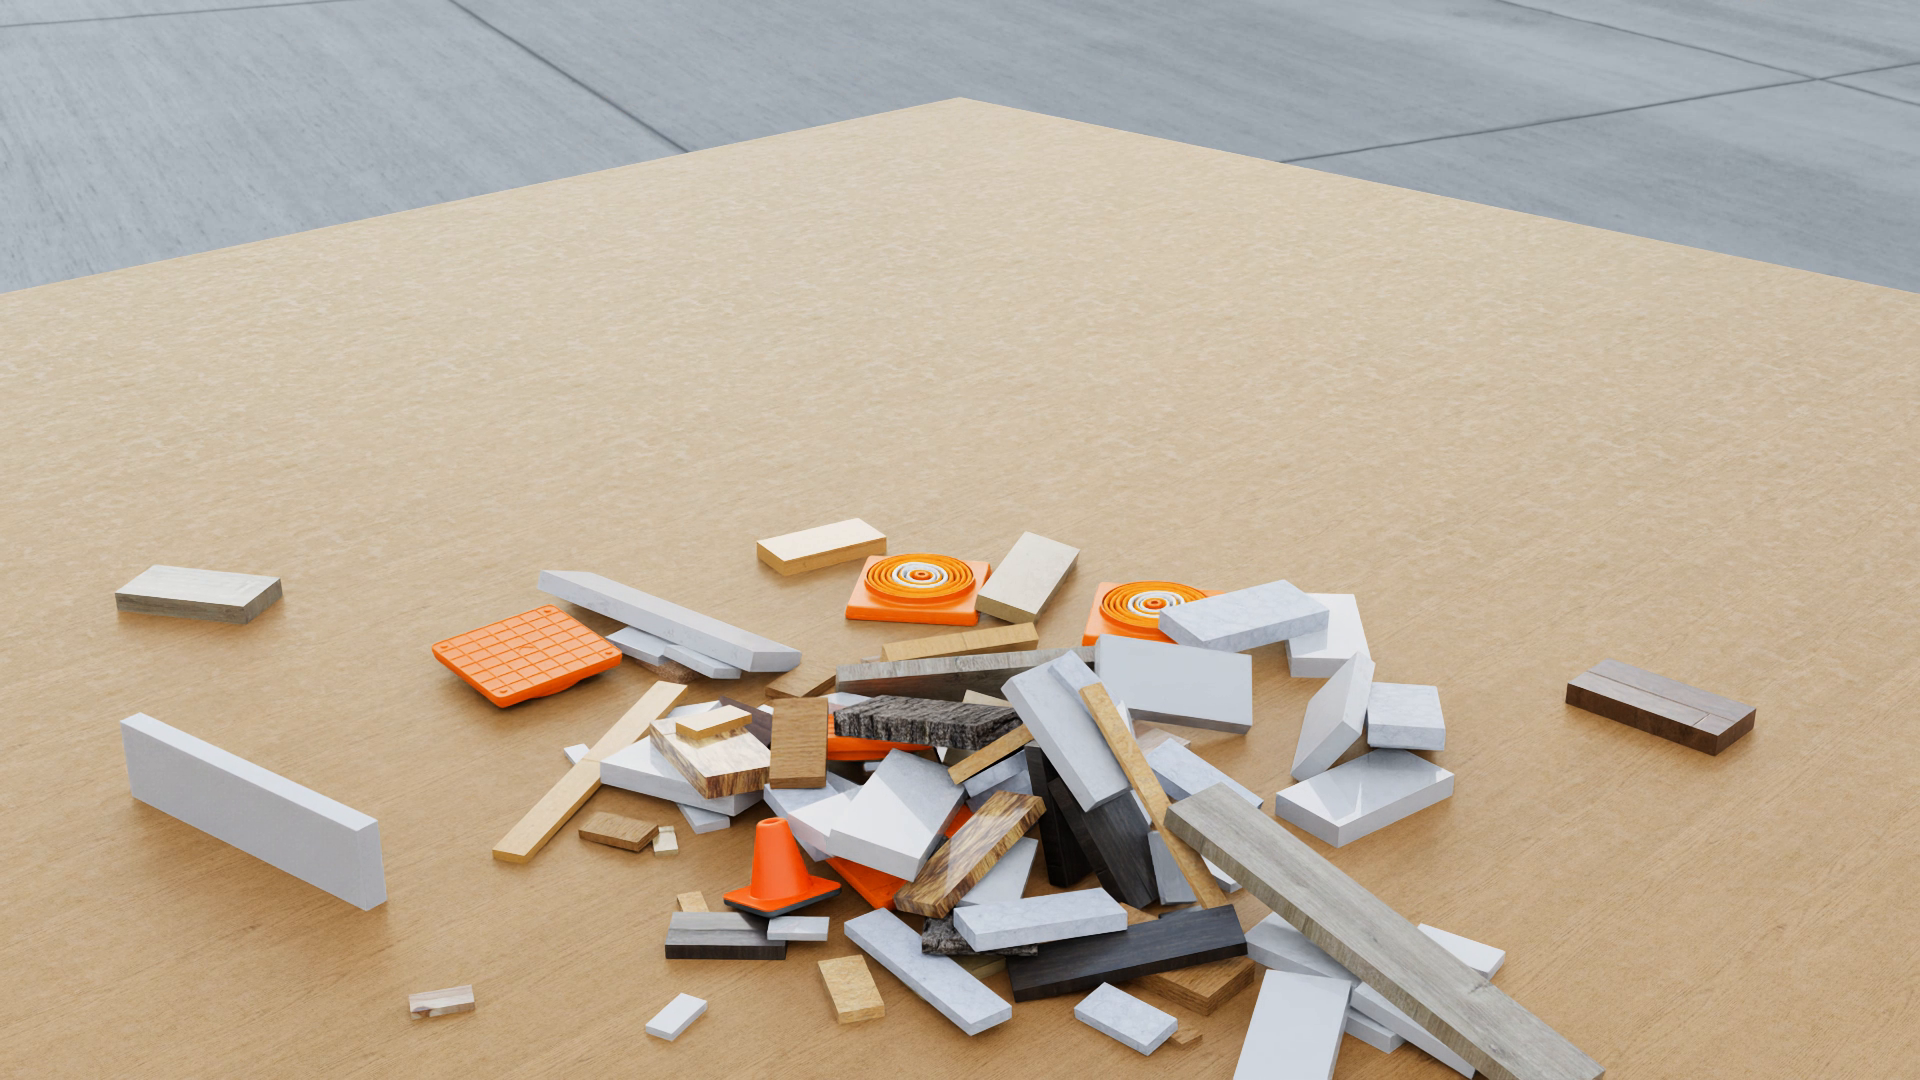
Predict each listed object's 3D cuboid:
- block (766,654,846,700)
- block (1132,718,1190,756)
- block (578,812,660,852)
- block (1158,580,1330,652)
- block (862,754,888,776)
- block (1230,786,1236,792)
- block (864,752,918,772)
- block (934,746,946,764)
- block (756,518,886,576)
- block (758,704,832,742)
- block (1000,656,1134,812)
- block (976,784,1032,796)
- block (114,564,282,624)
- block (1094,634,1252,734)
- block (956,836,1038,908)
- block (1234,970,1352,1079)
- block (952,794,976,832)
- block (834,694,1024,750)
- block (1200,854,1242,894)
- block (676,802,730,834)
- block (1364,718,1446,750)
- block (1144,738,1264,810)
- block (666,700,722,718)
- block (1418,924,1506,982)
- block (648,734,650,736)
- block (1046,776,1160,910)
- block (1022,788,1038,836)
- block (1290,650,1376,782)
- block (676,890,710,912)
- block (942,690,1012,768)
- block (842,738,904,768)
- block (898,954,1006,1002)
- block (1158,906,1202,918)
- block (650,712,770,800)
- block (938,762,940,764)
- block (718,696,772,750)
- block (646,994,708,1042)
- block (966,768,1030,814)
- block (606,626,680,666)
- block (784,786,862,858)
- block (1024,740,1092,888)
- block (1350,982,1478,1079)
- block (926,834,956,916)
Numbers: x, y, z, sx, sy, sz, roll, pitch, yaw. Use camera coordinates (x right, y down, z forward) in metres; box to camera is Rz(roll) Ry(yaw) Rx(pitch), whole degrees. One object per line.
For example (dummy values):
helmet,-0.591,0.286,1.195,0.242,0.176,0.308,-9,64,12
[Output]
block,-0.342,0.318,4.975,0.097,0.028,0.194,14,27,30
block,0.293,0.481,4.565,0.170,0.048,0.390,20,30,38
block,-0.676,0.577,4.357,0.144,0.020,0.072,8,27,27
block,0.662,0.184,5.123,0.356,0.050,0.178,-12,28,-26
block,-0.116,0.471,4.472,0.081,0.023,0.161,-20,21,-41
block,0.551,0.569,4.312,0.102,0.029,0.204,-15,43,-32
block,-0.138,0.450,4.461,0.112,0.016,0.056,-6,5,-3
block,-0.017,0.453,4.584,0.056,0.016,0.112,-5,23,-11
block,-0.356,0.017,5.667,0.299,0.042,0.149,-14,27,-29
block,-0.382,0.412,4.754,0.194,0.028,0.097,16,28,33
block,0.214,0.364,4.146,0.143,0.040,0.285,-19,67,-42
block,0.109,0.513,4.420,0.203,0.029,0.101,-28,37,-15
block,-1.863,0.133,5.385,0.346,0.049,0.173,5,24,12
block,0.462,0.312,4.764,0.340,0.048,0.170,9,59,-8
block,0.070,0.622,4.077,0.110,0.031,0.220,11,31,8
block,0.559,0.838,3.684,0.148,0.042,0.295,4,29,18
block,-0.002,0.531,4.407,0.016,0.056,0.112,30,19,-39
block,-0.064,0.365,4.410,0.343,0.049,0.171,3,10,33
block,0.495,0.633,4.243,0.069,0.020,0.139,-18,29,-36
block,-0.522,0.547,4.446,0.070,0.020,0.140,-10,25,-22
block,0.949,0.382,4.736,0.153,0.043,0.305,3,13,5
block,0.485,0.499,4.450,0.235,0.033,0.117,33,36,23
block,-0.585,0.381,4.756,0.140,0.020,0.070,-11,21,39
block,0.891,0.746,3.973,0.163,0.023,0.081,15,27,31
block,-0.656,0.434,4.711,0.140,0.020,0.070,-1,23,-3
block,0.290,0.553,4.146,0.143,0.285,0.040,-23,-9,-42
block,0.144,0.521,4.295,0.101,0.203,0.029,-21,65,-44
block,0.792,0.376,4.661,0.048,0.170,0.340,38,27,-2
block,-0.498,0.689,4.119,0.045,0.013,0.091,-8,24,-17
block,0.045,0.408,4.506,0.121,0.034,0.241,16,35,3
block,-0.160,0.459,4.593,0.161,0.023,0.081,20,30,40
block,-0.014,0.764,3.928,0.175,0.025,0.087,-15,27,-31
block,0.423,0.704,4.084,0.097,0.014,0.049,-8,24,-19
block,-0.501,0.436,4.506,0.167,0.047,0.334,-8,18,-26
block,0.084,0.472,4.603,0.246,0.035,0.123,-15,27,-32
block,-0.466,0.404,4.724,0.194,0.028,0.097,17,54,34
block,-0.490,0.824,3.800,0.054,0.015,0.108,12,26,26
block,0.110,0.475,4.296,0.101,0.029,0.202,-22,-9,-42
block,-0.730,0.244,5.093,0.171,0.024,0.085,17,28,34
block,-0.210,0.532,4.190,0.120,0.034,0.240,26,22,30
block,0.208,0.503,4.209,0.040,0.285,0.143,2,18,44
block,0.796,0.810,3.733,0.237,0.034,0.118,29,36,29
block,-0.012,0.633,4.101,0.108,0.031,0.217,-17,38,-34
